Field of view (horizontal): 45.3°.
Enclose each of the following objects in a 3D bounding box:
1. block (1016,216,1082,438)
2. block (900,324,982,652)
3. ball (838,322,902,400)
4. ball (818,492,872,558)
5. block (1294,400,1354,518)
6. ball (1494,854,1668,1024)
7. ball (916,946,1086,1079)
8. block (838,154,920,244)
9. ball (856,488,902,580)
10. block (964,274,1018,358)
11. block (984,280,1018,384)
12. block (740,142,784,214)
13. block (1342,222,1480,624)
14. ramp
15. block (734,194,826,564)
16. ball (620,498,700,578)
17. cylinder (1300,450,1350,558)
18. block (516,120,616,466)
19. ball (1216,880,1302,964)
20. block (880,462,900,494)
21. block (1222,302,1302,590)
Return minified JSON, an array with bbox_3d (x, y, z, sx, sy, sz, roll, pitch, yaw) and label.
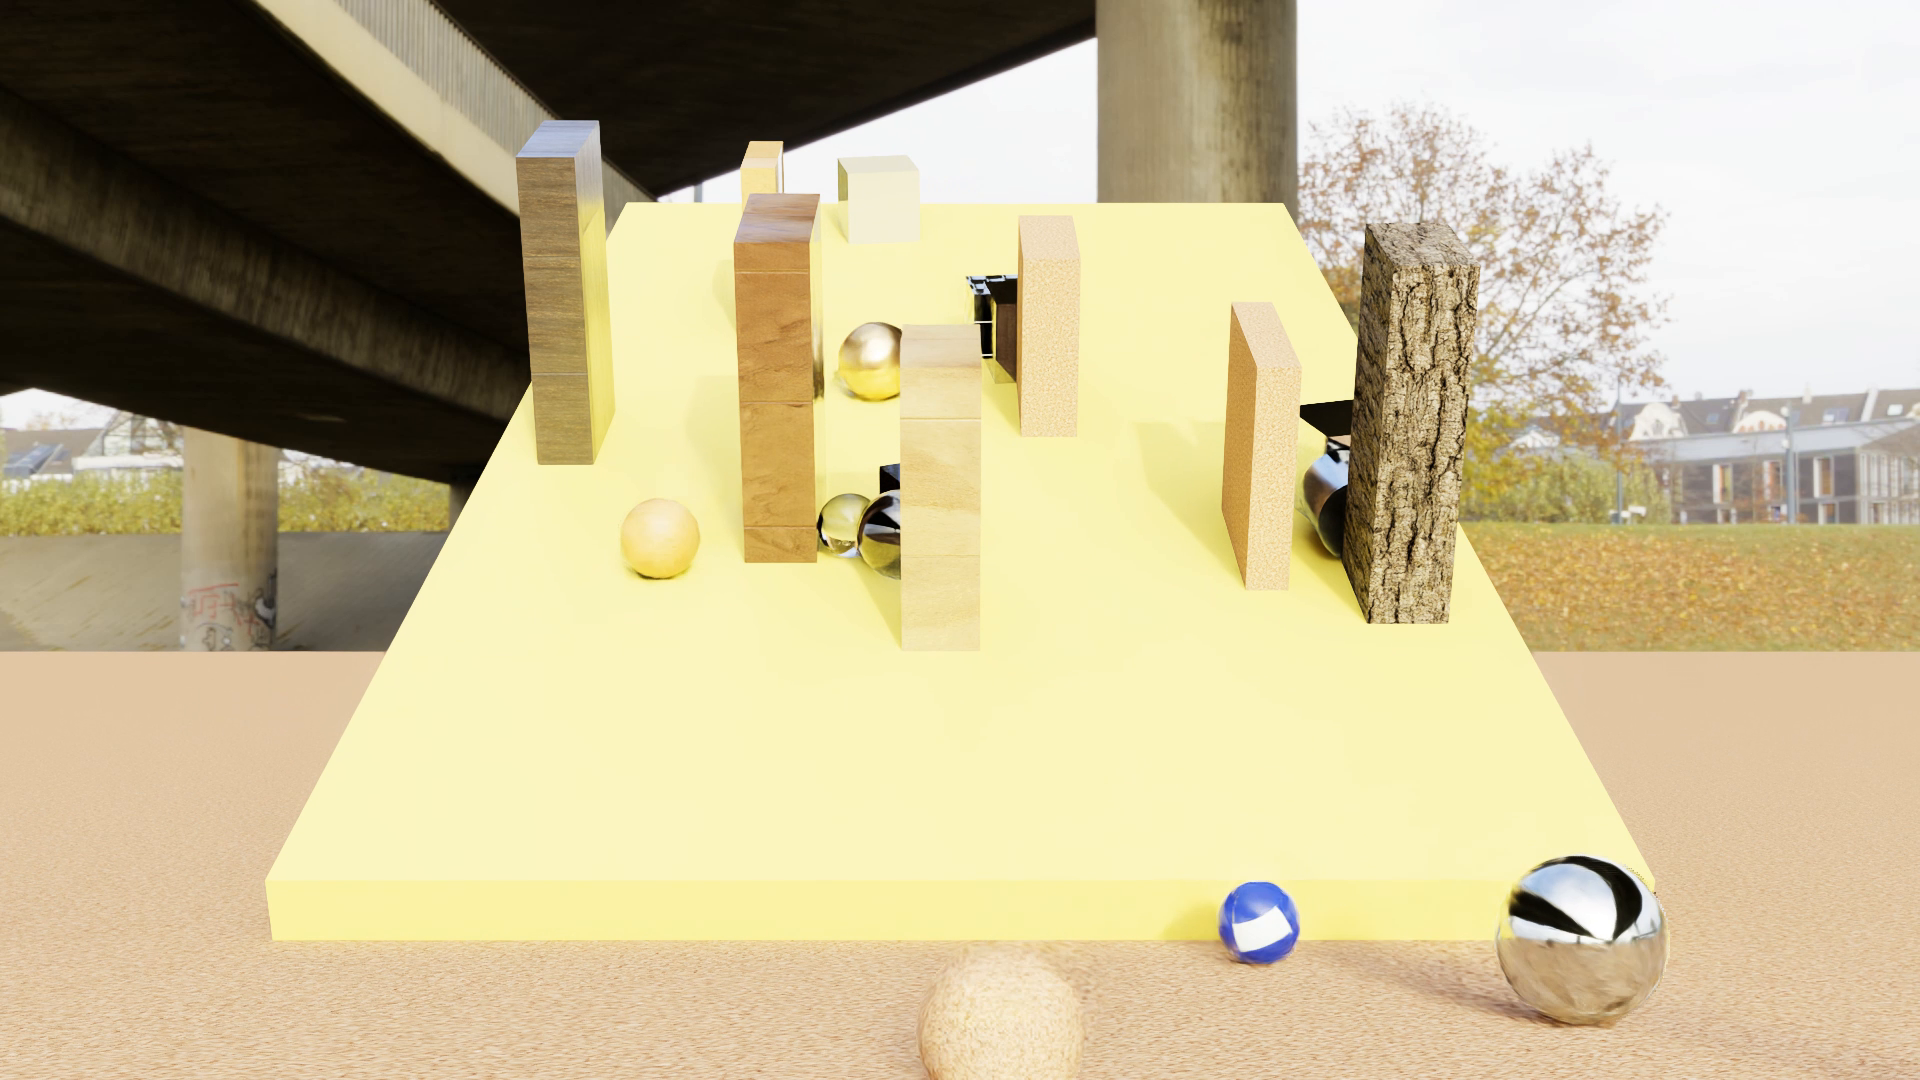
[{"bbox_3d":[0.195,-0.484,5.156,0.123,0.403,0.377,0,22,0],"label":"block"},{"bbox_3d":[-0.033,-0.093,4.045,0.137,0.521,0.247,0,22,0],"label":"block"},{"bbox_3d":[-0.190,-0.411,5.273,0.179,0.179,0.179,0,-3,0],"label":"ball"},{"bbox_3d":[-0.211,-0.028,4.410,0.125,0.125,0.125,0,-3,0],"label":"ball"},{"bbox_3d":[0.779,-0.156,4.635,0.194,0.194,0.194,-7,23,-17],"label":"block"},{"bbox_3d":[0.705,0.453,2.614,0.191,0.191,0.191,0,-3,0],"label":"ball"},{"bbox_3d":[0.038,0.448,2.096,0.154,0.154,0.154,0,-3,0],"label":"ball"},{"bbox_3d":[-0.235,-0.982,6.629,0.206,0.206,0.206,-4,23,-10],"label":"block"},{"bbox_3d":[-0.108,-0.010,4.305,0.171,0.171,0.171,0,-3,0],"label":"ball"},{"bbox_3d":[0.103,-0.548,5.629,0.163,0.163,0.163,-3,22,-7],"label":"block"},{"bbox_3d":[0.166,-0.497,5.464,0.194,0.194,0.194,-3,22,-7],"label":"block"},{"bbox_3d":[-0.481,-0.727,5.680,0.082,0.454,0.288,0,22,0],"label":"block"},{"bbox_3d":[0.806,-0.210,4.147,0.147,0.665,0.285,0,22,0],"label":"block"},{"bbox_3d":[-0.007,-0.222,5.180,2.000,0.100,4.000,0,22,0],"label":"ramp"},{"bbox_3d":[-0.342,-0.317,4.450,0.138,0.628,0.373,0,22,0],"label":"block"},{"bbox_3d":[-0.562,-0.004,4.314,0.151,0.151,0.151,0,-3,0],"label":"ball"},{"bbox_3d":[0.757,-0.067,4.452,0.167,0.167,0.167,0,22,-5],"label":"cylinder"},{"bbox_3d":[-0.838,-0.532,4.926,0.119,0.662,0.349,0,22,0],"label":"block"},{"bbox_3d":[0.402,0.514,3.095,0.113,0.113,0.113,0,-3,0],"label":"ball"},{"bbox_3d":[-0.062,-0.065,4.477,0.143,0.143,0.143,-11,25,-25],"label":"block"},{"bbox_3d":[0.571,-0.186,4.388,0.080,0.435,0.415,0,22,0],"label":"block"}]
